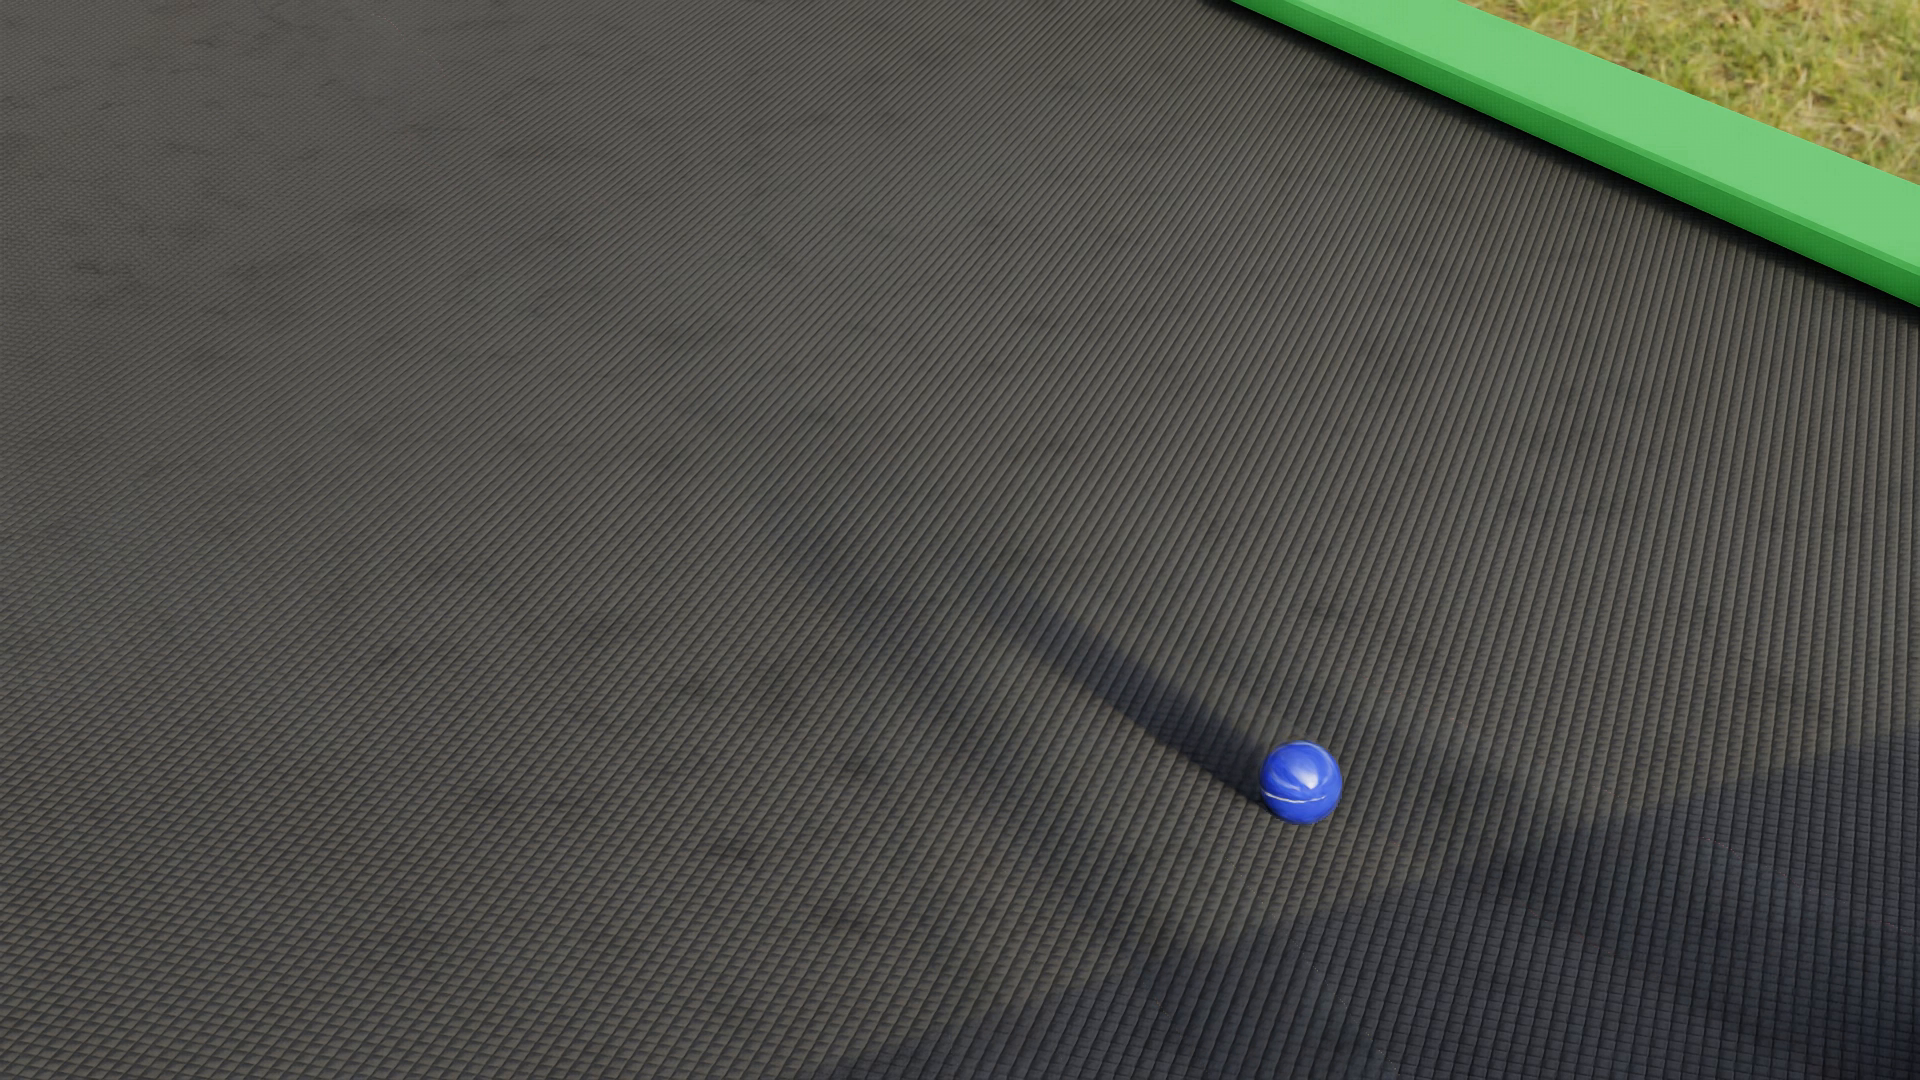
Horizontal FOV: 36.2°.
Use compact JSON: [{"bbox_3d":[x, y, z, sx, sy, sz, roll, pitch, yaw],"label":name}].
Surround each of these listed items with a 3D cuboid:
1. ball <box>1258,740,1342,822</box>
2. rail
[{"bbox_3d":[0.203,0.144,1.757,0.049,0.049,0.049,0,26,0],"label":"ball"},{"bbox_3d":[0.421,-0.556,3.131,0.045,0.102,3.529,-13,29,-25],"label":"rail"}]
